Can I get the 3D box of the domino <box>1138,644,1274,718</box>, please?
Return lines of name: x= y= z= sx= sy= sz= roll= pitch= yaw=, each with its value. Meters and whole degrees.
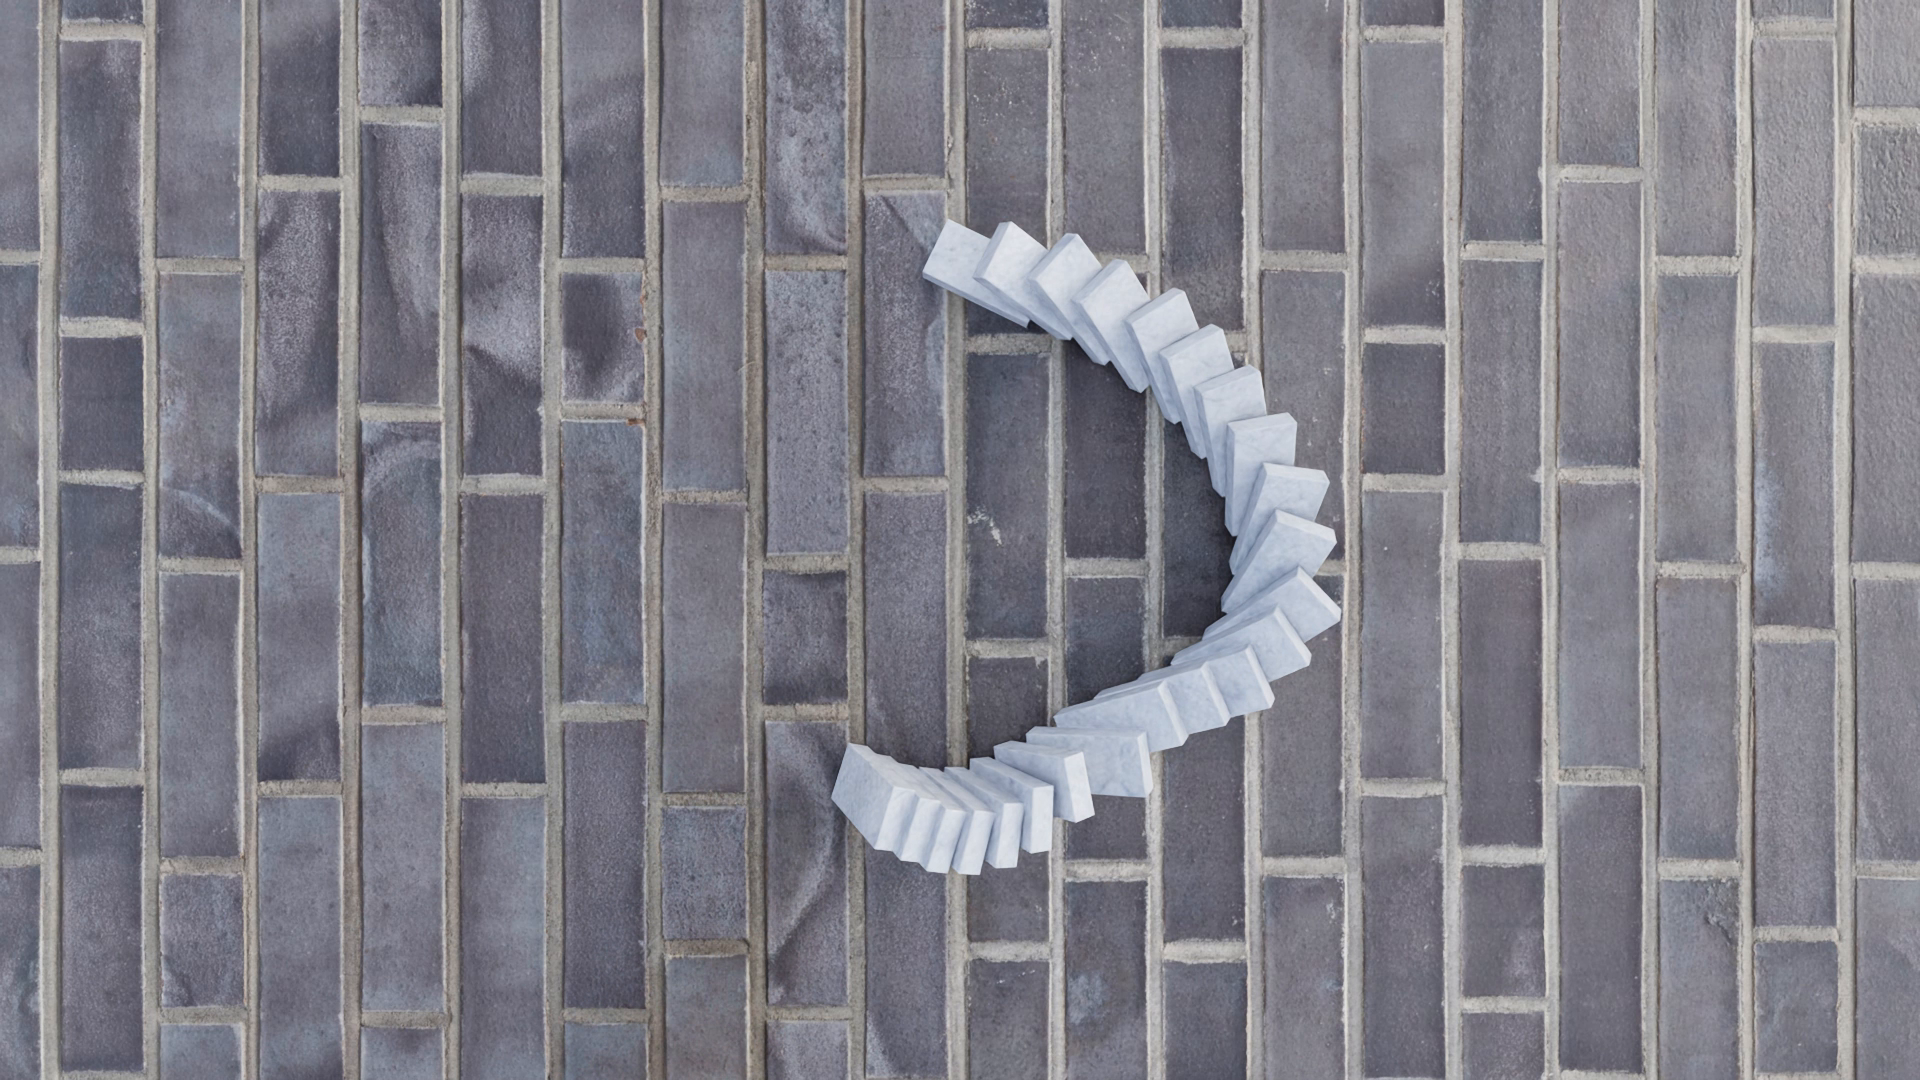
domino: x=0.102 y=0.063 z=0.382 sx=0.050 sy=0.010 sz=0.025 roll=-23 pitch=93 yaw=32

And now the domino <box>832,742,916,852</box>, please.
domino: x=-0.037 y=0.104 z=0.376 sx=0.009 sy=0.050 sz=0.025 roll=18 pitch=90 yaw=-29

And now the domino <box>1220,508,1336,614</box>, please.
domino: x=0.132 y=0.013 z=0.381 sx=0.025 sy=0.010 sz=0.050 roll=20 pitch=126 yaw=0

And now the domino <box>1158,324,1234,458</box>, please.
domino: x=0.103 y=-0.062 z=0.383 sx=0.025 sy=0.009 sz=0.050 roll=-28 pitch=121 yaw=0

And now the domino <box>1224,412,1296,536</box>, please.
domino: x=0.125 y=-0.027 z=0.382 sx=0.025 sy=0.009 sz=0.050 roll=-10 pitch=124 yaw=0

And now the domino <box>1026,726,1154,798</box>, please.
domino: x=0.054 y=0.092 z=0.382 sx=0.050 sy=0.010 sz=0.025 roll=-5 pitch=97 yaw=31

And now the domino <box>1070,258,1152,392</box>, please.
domino: x=0.070 y=-0.089 z=0.383 sx=0.025 sy=0.009 sz=0.050 roll=-42 pitch=120 yaw=-1

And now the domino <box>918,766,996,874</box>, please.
domino: x=-0.005 y=0.114 z=0.376 sx=0.010 sy=0.050 sz=0.025 roll=14 pitch=90 yaw=-29

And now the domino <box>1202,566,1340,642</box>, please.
domino: x=0.129 y=0.035 z=0.382 sx=0.025 sy=0.010 sz=0.050 roll=46 pitch=124 yaw=-2

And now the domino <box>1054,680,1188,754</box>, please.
domino: x=0.067 y=0.078 z=0.383 sx=0.050 sy=0.009 sz=0.025 roll=-23 pitch=90 yaw=32

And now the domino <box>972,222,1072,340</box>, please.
domino: x=0.032 y=-0.107 z=0.383 sx=0.050 sy=0.009 sz=0.025 roll=27 pitch=89 yaw=-31

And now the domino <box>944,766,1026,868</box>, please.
domino: x=0.008 y=0.113 z=0.376 sx=0.009 sy=0.050 sz=0.025 roll=8 pitch=90 yaw=-29

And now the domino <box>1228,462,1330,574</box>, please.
domino: x=0.132 y=-0.007 z=0.382 sx=0.025 sy=0.010 sz=0.050 roll=8 pitch=124 yaw=0

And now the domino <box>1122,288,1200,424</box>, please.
domino: x=0.090 y=-0.077 z=0.384 sx=0.025 sy=0.010 sz=0.050 roll=-32 pitch=119 yaw=0

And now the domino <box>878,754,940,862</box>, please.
domino: x=-0.027 y=0.109 z=0.376 sx=0.009 sy=0.050 sz=0.025 roll=18 pitch=90 yaw=-29

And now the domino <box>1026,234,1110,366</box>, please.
domino: x=0.053 y=-0.100 z=0.383 sx=0.025 sy=0.010 sz=0.050 roll=-48 pitch=120 yaw=-1

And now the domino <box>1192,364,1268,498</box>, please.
domino: x=0.115 y=-0.045 z=0.383 sx=0.025 sy=0.009 sz=0.050 roll=-21 pitch=121 yaw=0

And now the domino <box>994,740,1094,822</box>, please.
domino: x=0.033 y=0.098 z=0.376 sx=0.009 sy=0.050 sz=0.025 roll=-11 pitch=90 yaw=-32

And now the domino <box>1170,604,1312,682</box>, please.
domino: x=0.116 y=0.050 z=0.382 sx=0.050 sy=0.010 sz=0.025 roll=-34 pitch=92 yaw=33

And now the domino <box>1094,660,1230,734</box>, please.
domino: x=0.084 y=0.070 z=0.383 sx=0.050 sy=0.010 sz=0.025 roll=-23 pitch=91 yaw=32

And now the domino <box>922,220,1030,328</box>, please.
domino: x=0.012 y=-0.115 z=0.395 sx=0.050 sy=0.009 sz=0.025 roll=26 pitch=90 yaw=0

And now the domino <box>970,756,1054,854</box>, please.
domino: x=0.020 y=0.107 z=0.376 sx=0.009 sy=0.050 sz=0.025 roll=2 pitch=90 yaw=-29

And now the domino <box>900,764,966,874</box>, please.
domino: x=-0.016 y=0.113 z=0.376 sx=0.010 sy=0.050 sz=0.025 roll=18 pitch=90 yaw=-29
